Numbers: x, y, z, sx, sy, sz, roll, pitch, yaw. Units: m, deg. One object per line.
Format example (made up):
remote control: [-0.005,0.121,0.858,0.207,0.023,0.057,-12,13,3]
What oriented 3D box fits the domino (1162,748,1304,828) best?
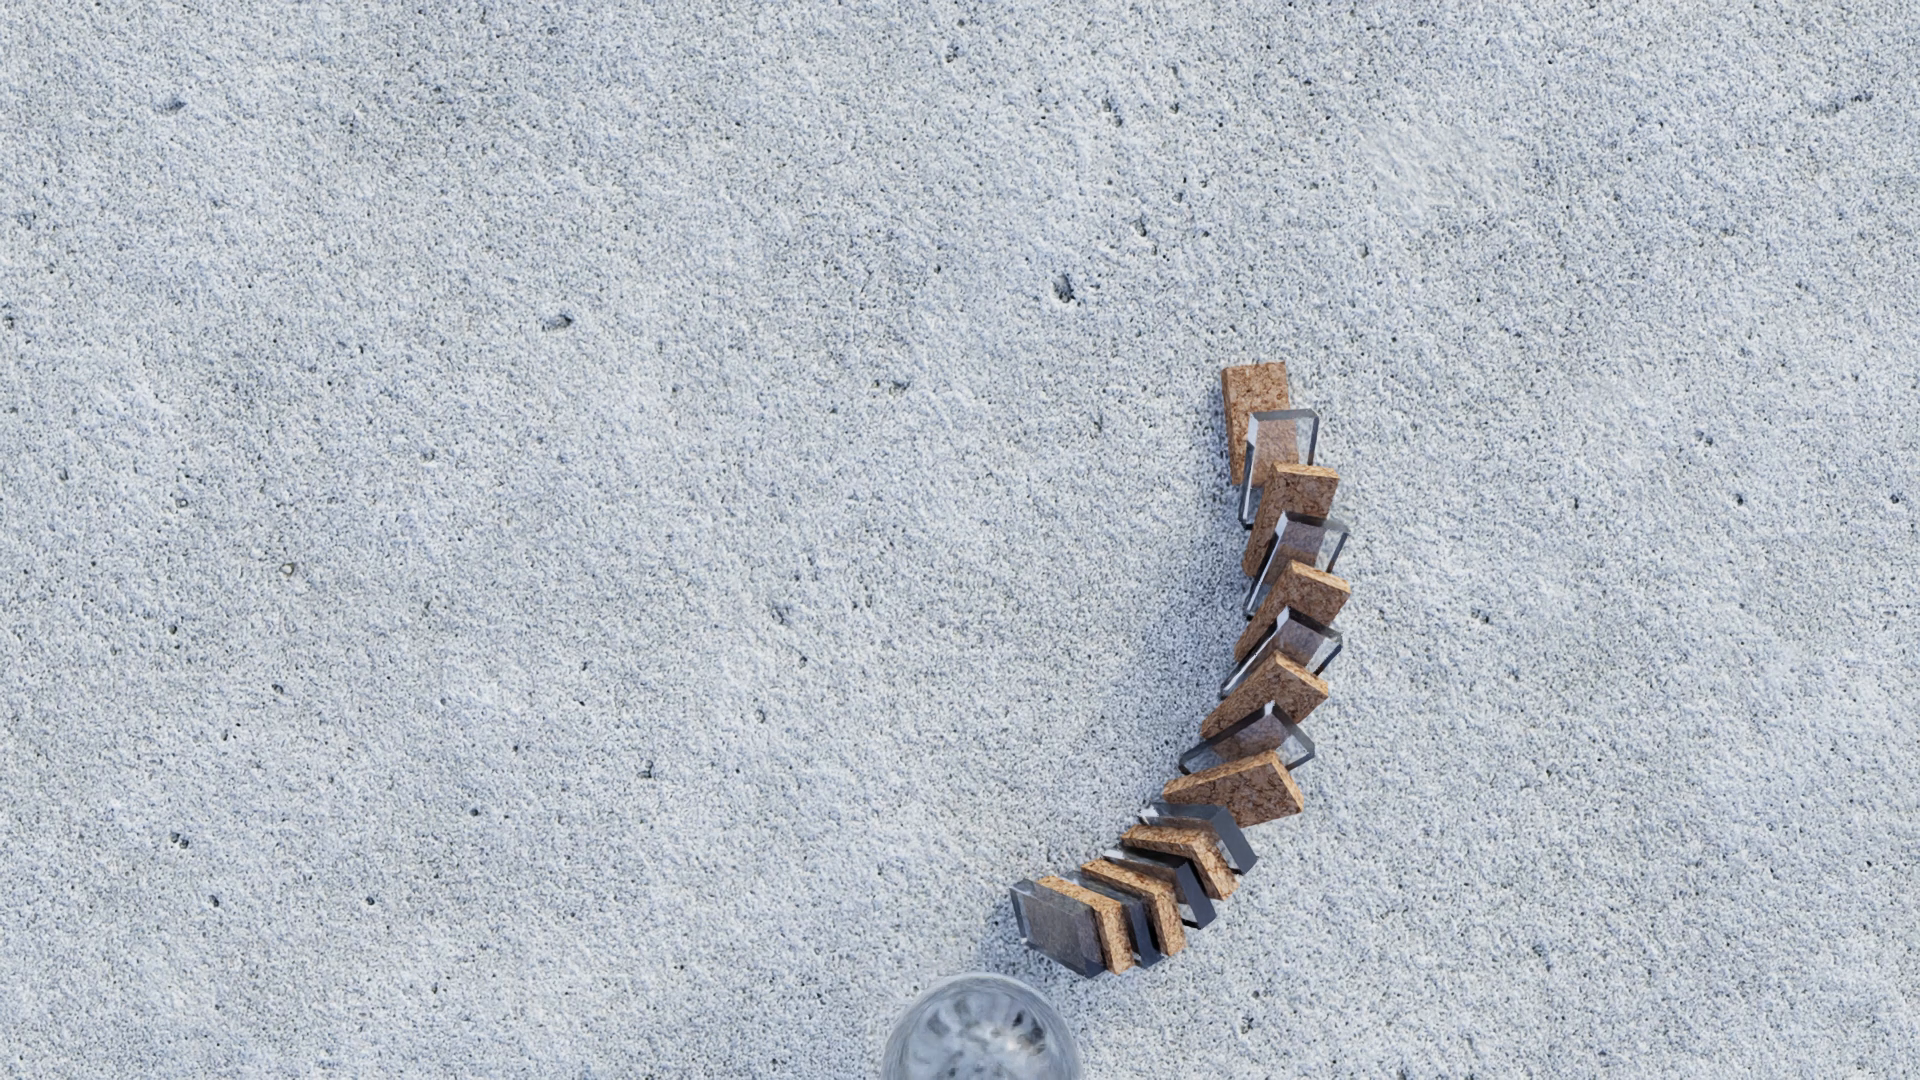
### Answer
domino: [0.113,0.107,0.381,0.050,0.010,0.025,-28,99,31]

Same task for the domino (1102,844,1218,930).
domino: [0.081,0.141,0.376,0.009,0.050,0.025,-24,90,-27]

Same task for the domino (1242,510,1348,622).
domino: [0.139,0.014,0.383,0.025,0.010,0.050,12,120,0]

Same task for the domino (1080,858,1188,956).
domino: [0.070,0.149,0.376,0.010,0.050,0.025,-14,90,-28]

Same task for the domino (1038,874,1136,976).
domino: [0.050,0.157,0.376,0.009,0.050,0.025,-14,90,-28]

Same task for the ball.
ball: [0.008,0.213,0.360,0.080,0.080,0.080,0,90,0]

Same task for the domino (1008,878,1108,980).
domino: [0.039,0.158,0.376,0.010,0.050,0.025,-14,90,-28]

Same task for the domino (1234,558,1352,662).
domino: [0.138,0.034,0.383,0.025,0.009,0.050,21,122,0]

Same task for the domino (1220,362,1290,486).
domino: [0.129,-0.050,0.395,0.025,0.010,0.050,-6,90,0]

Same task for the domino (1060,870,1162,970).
domino: [0.060,0.154,0.376,0.009,0.050,0.025,-14,90,-28]

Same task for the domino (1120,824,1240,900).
domino: [0.089,0.131,0.376,0.010,0.050,0.025,-30,90,-27]

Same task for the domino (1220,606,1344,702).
domino: [0.133,0.053,0.383,0.025,0.009,0.050,28,122,0]

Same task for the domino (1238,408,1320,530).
domino: [0.133,-0.029,0.383,0.025,0.009,0.050,-4,120,-1]

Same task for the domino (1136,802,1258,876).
domino: [0.096,0.122,0.376,0.009,0.050,0.025,-32,91,-27]

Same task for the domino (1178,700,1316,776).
domino: [0.119,0.090,0.382,0.025,0.009,0.050,47,122,-1]

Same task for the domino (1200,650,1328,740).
domino: [0.126,0.071,0.383,0.025,0.010,0.050,33,122,0]

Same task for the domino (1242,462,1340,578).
domino: [0.138,-0.007,0.384,0.025,0.010,0.050,7,120,0]
